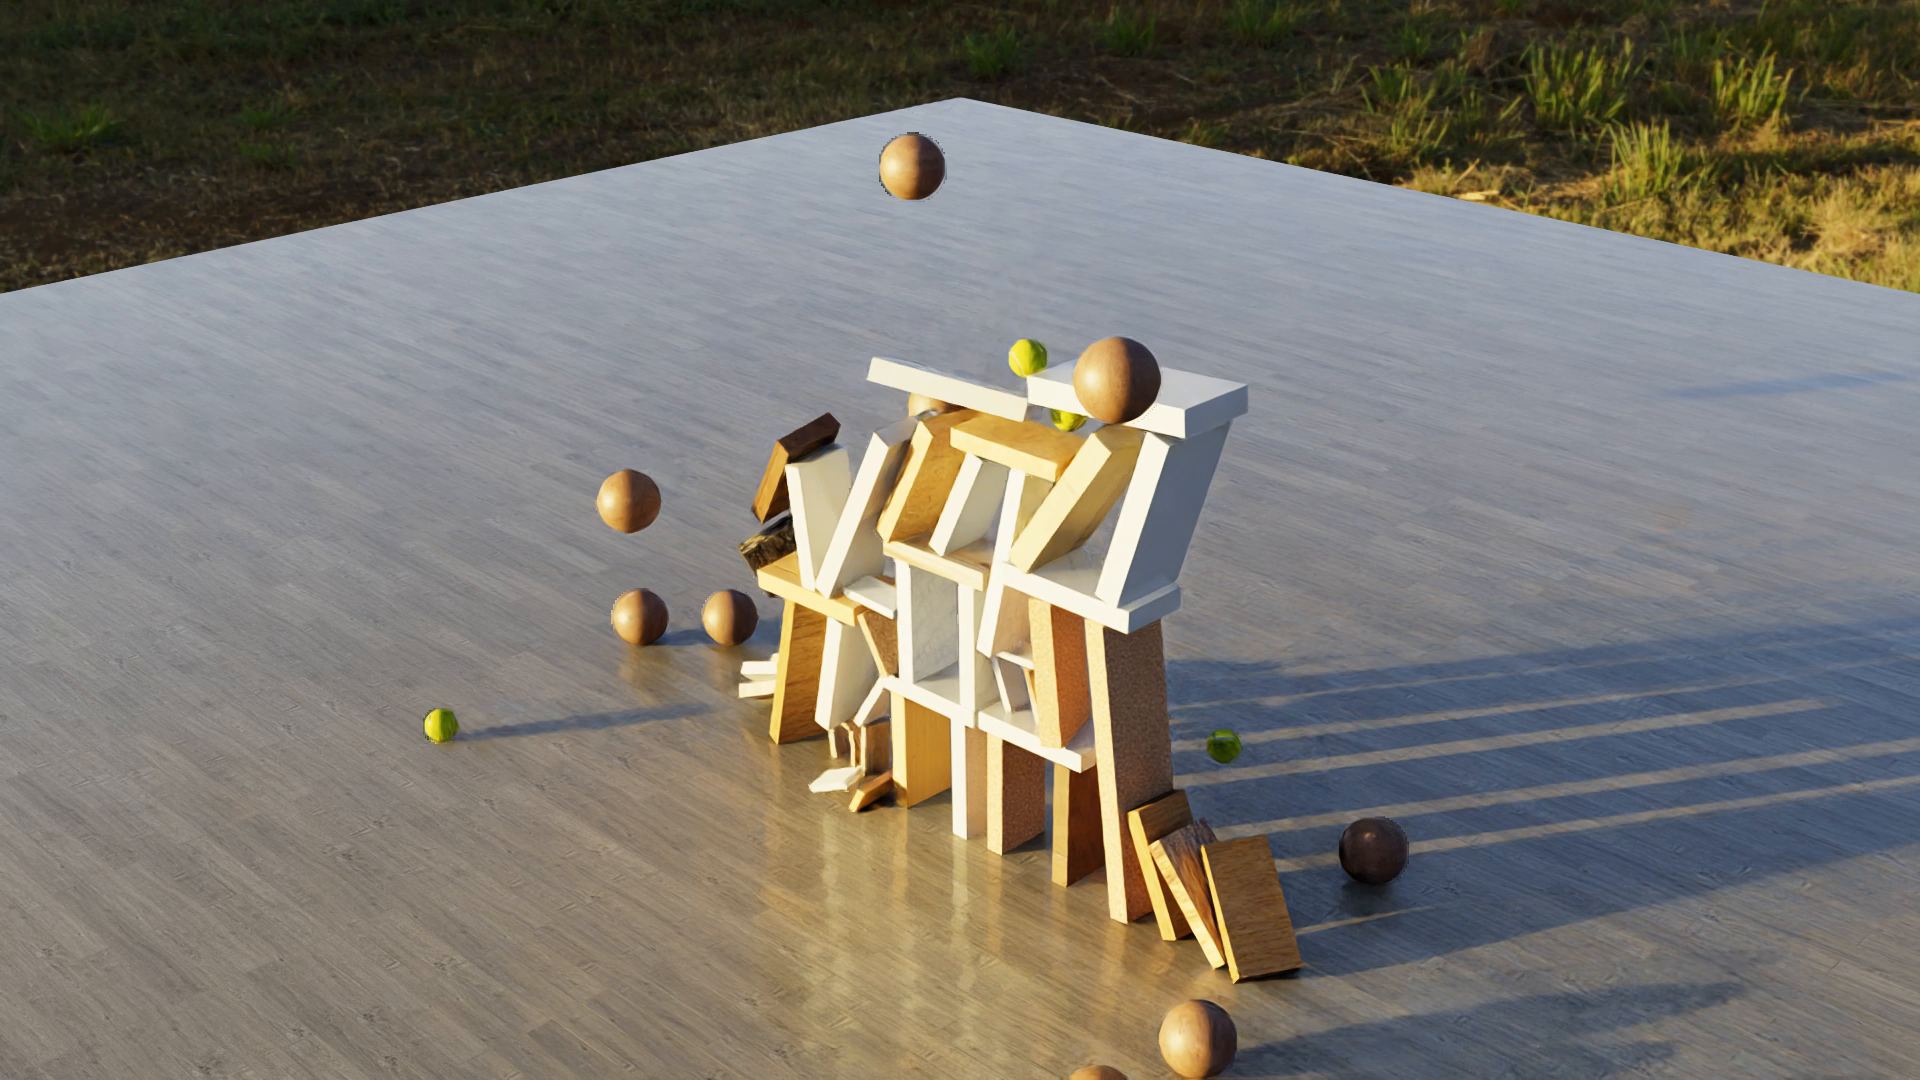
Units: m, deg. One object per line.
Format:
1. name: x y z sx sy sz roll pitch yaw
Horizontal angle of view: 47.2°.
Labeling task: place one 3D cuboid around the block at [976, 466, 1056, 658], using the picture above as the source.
1. block: 0.118 0.022 4.098 0.035 0.421 0.125 34 40 32

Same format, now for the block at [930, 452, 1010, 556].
1. block: 0.032 -0.088 4.137 0.035 0.250 0.125 43 45 21

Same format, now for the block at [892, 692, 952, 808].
1. block: -0.078 0.405 4.477 0.128 0.256 0.036 -22 30 -40

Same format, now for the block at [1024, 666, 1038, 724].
1. block: 0.160 0.288 4.188 0.056 0.112 0.016 -15 4 -30

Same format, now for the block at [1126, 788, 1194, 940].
1. block: 0.394 0.597 4.049 0.124 0.248 0.035 -19 4 -38

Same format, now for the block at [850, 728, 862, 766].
1. block: -0.207 0.428 4.624 0.049 0.097 0.014 -23 32 -36

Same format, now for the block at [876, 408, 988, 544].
1. block: -0.048 -0.124 4.169 0.150 0.300 0.042 -17 57 -35

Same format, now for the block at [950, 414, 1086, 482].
1. block: 0.117 -0.172 3.975 0.250 0.035 0.125 21 32 37

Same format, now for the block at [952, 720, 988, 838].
1. block: 0.043 0.452 4.365 0.036 0.256 0.128 21 31 41

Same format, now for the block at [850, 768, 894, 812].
1. block: -0.174 0.509 4.484 0.016 0.058 0.116 41 40 19

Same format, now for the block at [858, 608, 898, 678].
1. block: -0.150 0.199 4.374 0.068 0.136 0.019 -26 7 -40

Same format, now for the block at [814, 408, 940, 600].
1. block: -0.157 -0.065 4.268 0.150 0.457 0.042 -26 64 -37

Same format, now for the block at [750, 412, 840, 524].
1. block: -0.334 -0.144 4.449 0.134 0.268 0.038 -32 74 -31

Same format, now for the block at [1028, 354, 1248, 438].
1. block: 0.305 -0.252 3.798 0.347 0.049 0.174 16 28 41

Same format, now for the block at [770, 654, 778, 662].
1. block: -0.318 0.294 4.905 0.200 0.028 0.100 3 -23 39

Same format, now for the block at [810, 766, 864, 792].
1. block: -0.252 0.491 4.506 0.116 0.016 0.058 -14 19 48

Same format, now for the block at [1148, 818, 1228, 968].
1. block: 0.452 0.640 3.994 0.124 0.248 0.035 -19 -14 -38

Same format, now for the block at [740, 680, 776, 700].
1. block: -0.384 0.326 4.813 0.100 0.028 0.200 8 -12 -40

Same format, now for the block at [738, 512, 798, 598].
1. block: -0.319 -0.003 4.628 0.268 0.134 0.038 -32 38 -5

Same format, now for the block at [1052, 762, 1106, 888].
1. block: 0.235 0.522 4.200 0.036 0.257 0.129 21 30 40

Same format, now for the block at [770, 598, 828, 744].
1. block: -0.312 0.259 4.650 0.142 0.394 0.040 -12 42 -27

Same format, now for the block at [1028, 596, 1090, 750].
1. block: 0.187 0.221 4.100 0.042 0.299 0.149 5 23 25

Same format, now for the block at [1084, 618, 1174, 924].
1. block: 0.322 0.406 4.046 0.149 0.593 0.042 -20 22 -38

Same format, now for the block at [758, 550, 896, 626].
1. block: -0.264 0.091 4.484 0.283 0.040 0.142 20 35 40

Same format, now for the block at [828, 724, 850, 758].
1. block: -0.258 0.408 4.670 0.014 0.097 0.049 12 31 33

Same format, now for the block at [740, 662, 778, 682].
1. block: -0.378 0.302 4.870 0.200 0.028 0.100 -2 -26 38

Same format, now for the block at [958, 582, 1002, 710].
1. block: 0.056 0.185 4.237 0.037 0.262 0.131 19 30 38

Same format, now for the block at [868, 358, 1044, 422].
1. block: -0.005 -0.276 4.034 0.300 0.042 0.150 16 8 13

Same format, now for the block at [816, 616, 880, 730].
1. block: -0.220 0.248 4.527 0.040 0.283 0.142 34 43 30

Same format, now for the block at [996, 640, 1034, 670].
1. block: 0.115 0.214 4.200 0.112 0.016 0.056 20 32 38

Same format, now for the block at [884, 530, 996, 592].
1. block: -0.008 0.025 4.230 0.262 0.037 0.131 20 31 39

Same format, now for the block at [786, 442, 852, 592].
1. block: -0.272 -0.046 4.412 0.038 0.268 0.134 16 32 40

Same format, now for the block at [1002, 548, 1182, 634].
1. block: 0.237 0.082 3.992 0.299 0.042 0.149 22 31 39

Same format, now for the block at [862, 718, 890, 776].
1. block: -0.176 0.433 4.591 0.058 0.116 0.016 -15 29 -31

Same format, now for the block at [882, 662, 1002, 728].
1. block: -0.020 0.294 4.363 0.256 0.036 0.128 21 31 41

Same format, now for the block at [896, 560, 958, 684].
1. block: -0.065 0.139 4.344 0.037 0.262 0.131 19 31 38

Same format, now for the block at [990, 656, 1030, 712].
1. block: 0.097 0.268 4.236 0.056 0.112 0.016 -22 10 -41

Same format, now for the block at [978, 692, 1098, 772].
1. block: 0.174 0.363 4.200 0.257 0.036 0.129 20 30 39

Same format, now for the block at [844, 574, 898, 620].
1. block: -0.158 0.113 4.362 0.136 0.019 0.068 24 38 36

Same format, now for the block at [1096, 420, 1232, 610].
1. block: 0.352 -0.055 3.822 0.049 0.347 0.174 37 40 29

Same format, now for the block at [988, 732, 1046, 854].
1. block: 0.111 0.475 4.311 0.036 0.257 0.129 19 30 39

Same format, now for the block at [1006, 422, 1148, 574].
1. block: 0.229 -0.088 3.924 0.174 0.347 0.049 -25 68 -42

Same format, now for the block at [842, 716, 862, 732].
1. block: -0.237 0.369 4.621 0.049 0.014 0.097 -19 31 -28

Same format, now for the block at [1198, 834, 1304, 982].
1. block: 0.521 0.661 3.954 0.124 0.035 0.247 -7 67 -16

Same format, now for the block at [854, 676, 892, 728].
1. block: -0.130 0.269 4.490 0.019 0.296 0.068 46 37 19
